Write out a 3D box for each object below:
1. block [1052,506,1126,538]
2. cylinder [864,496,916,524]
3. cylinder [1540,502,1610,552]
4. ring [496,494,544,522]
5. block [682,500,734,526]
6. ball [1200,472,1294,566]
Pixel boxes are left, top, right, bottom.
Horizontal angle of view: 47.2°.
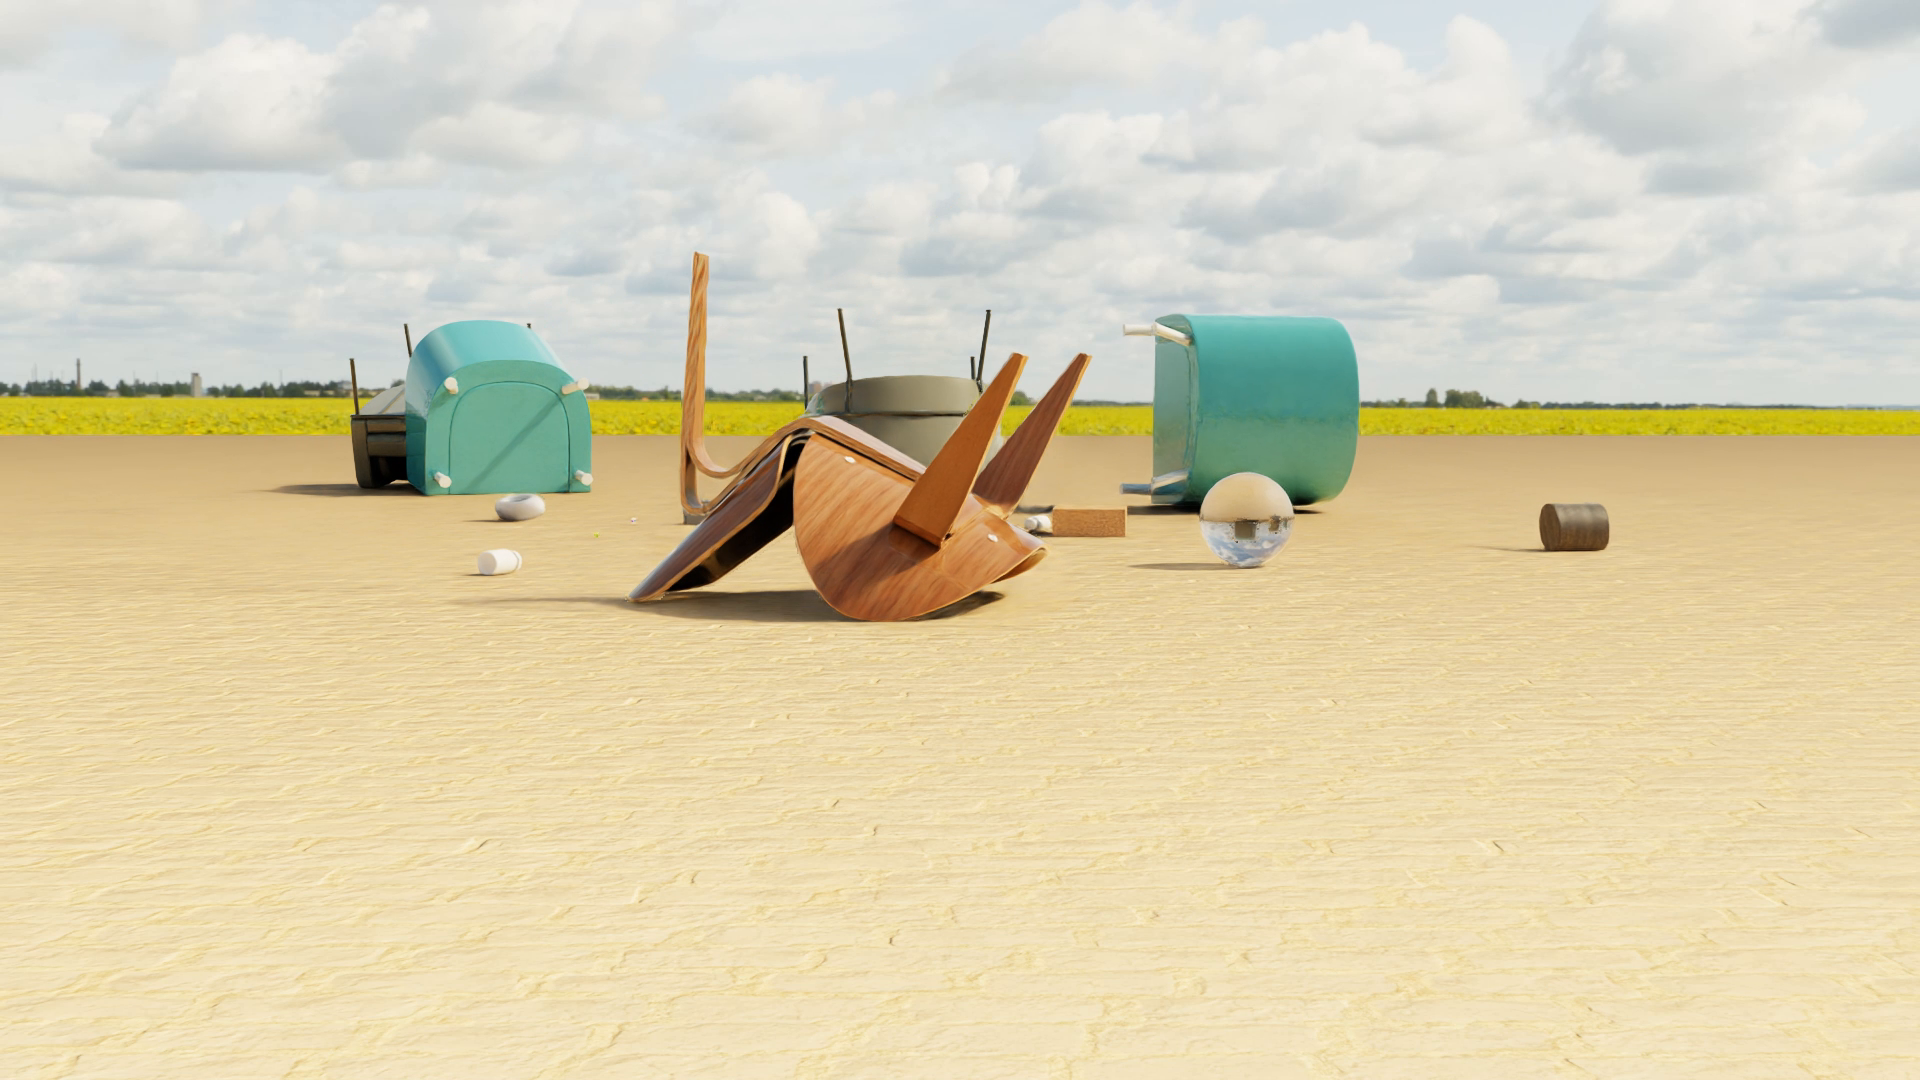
[{"bbox_3d":[0.402,-0.059,6.787,0.220,0.084,0.229,0,4,5],"label":"block"},{"bbox_3d":[-0.234,-0.103,7.373,0.175,0.093,0.104,0,-1,-2],"label":"cylinder"},{"bbox_3d":[1.704,-0.036,6.101,0.152,0.137,0.114,-1,-17,-13],"label":"cylinder"},{"bbox_3d":[-1.503,-0.110,7.510,0.237,0.070,0.116,1,24,43],"label":"ring"},{"bbox_3d":[-0.839,-0.093,7.323,0.154,0.078,0.131,-1,4,-12],"label":"block"},{"bbox_3d":[0.726,-0.053,5.567,0.239,0.239,0.239,0,4,0],"label":"ball"}]
